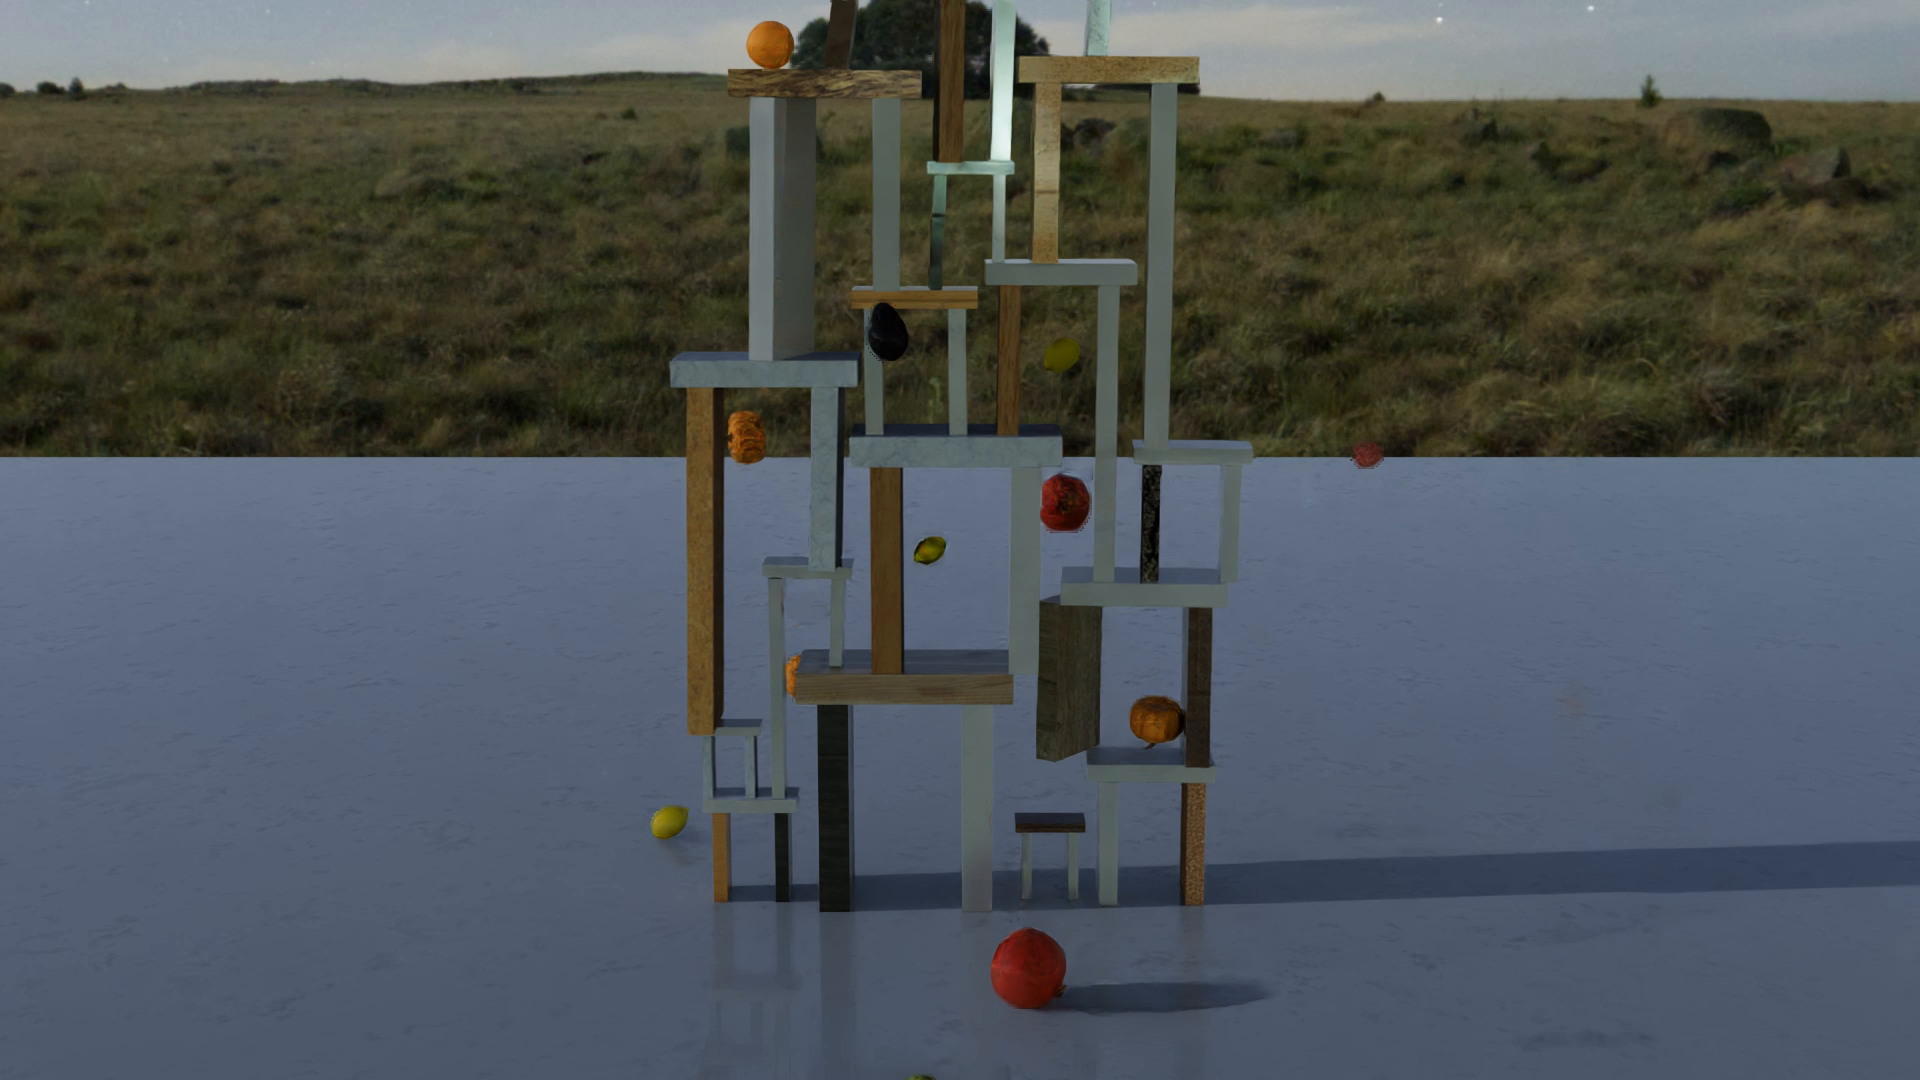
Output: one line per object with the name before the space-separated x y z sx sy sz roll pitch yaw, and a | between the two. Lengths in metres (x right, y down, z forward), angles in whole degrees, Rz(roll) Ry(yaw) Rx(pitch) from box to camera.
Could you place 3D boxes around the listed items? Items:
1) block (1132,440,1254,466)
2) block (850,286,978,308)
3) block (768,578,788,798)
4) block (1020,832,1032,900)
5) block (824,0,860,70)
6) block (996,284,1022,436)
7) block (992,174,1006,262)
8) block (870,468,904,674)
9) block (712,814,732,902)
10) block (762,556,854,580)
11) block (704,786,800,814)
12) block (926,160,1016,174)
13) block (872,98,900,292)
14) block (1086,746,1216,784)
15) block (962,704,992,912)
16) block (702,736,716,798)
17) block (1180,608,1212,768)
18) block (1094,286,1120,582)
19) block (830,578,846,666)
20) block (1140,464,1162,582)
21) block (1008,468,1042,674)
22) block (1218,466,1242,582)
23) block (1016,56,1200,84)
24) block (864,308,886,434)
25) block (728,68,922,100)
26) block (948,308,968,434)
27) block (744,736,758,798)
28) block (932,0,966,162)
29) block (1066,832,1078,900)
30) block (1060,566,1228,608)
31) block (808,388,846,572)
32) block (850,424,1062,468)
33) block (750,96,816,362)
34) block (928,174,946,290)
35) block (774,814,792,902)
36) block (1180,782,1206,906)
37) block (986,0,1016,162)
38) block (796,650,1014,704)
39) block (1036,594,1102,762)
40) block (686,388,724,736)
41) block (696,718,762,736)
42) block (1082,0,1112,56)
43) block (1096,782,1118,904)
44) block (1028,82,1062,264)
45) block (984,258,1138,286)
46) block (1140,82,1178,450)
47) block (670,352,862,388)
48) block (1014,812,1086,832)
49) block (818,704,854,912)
block | 0.372 -0.141 3.534 0.189 0.027 0.095 1 11 3
block | -0.071 -0.385 3.484 0.199 0.028 0.099 0 11 0
block | -0.298 0.237 3.608 0.020 0.367 0.072 0 11 0
block | 0.110 0.533 3.659 0.016 0.115 0.058 0 11 0
block | -0.173 -0.857 3.395 0.036 0.256 0.128 8 11 -2
block | 0.077 -0.292 3.504 0.033 0.236 0.118 1 11 0
block | 0.060 -0.508 3.464 0.019 0.136 0.068 0 11 -1
block | -0.117 0.035 3.565 0.047 0.334 0.167 0 11 0
block | -0.395 0.515 3.652 0.022 0.153 0.077 0 11 0
block | -0.246 0.045 3.573 0.144 0.020 0.072 2 11 0
block | -0.344 0.430 3.636 0.153 0.022 0.077 0 11 0
block | 0.016 -0.584 3.444 0.136 0.019 0.068 0 11 -3
block | -0.115 -0.543 3.453 0.042 0.294 0.147 0 11 -1
block | 0.313 0.371 3.626 0.209 0.030 0.104 0 11 1
block | 0.028 0.419 3.637 0.049 0.348 0.174 0 11 0
block | -0.414 0.367 3.629 0.015 0.104 0.052 0 11 0
block | 0.386 0.226 3.599 0.037 0.265 0.132 0 11 2
block | 0.235 -0.177 3.537 0.033 0.474 0.118 1 11 3
block | -0.199 0.127 3.588 0.020 0.144 0.072 2 11 0
block | 0.308 -0.036 3.558 0.027 0.189 0.095 1 11 3
block | 0.104 0.036 3.563 0.047 0.334 0.167 1 11 1
block | 0.434 -0.033 3.548 0.027 0.189 0.094 1 11 3
block | 0.227 -0.732 3.430 0.275 0.039 0.138 0 11 -1
block | -0.136 -0.273 3.505 0.028 0.199 0.099 0 11 0
block | -0.207 -0.710 3.424 0.294 0.042 0.147 0 11 -1
block | -0.003 -0.273 3.505 0.028 0.199 0.099 0 11 1
block | -0.344 0.367 3.629 0.015 0.104 0.052 0 11 0
block | -0.017 -0.784 3.387 0.036 0.394 0.128 0 12 -5
block | 0.187 0.533 3.659 0.016 0.115 0.058 0 11 0
block | 0.297 0.076 3.578 0.265 0.037 0.132 1 11 3
block | -0.214 -0.108 3.540 0.042 0.293 0.147 2 11 1
block | -0.006 -0.152 3.529 0.334 0.047 0.167 0 11 0
block | -0.278 -0.490 3.458 0.042 0.403 0.147 6 12 21
block | -0.036 -0.486 3.459 0.019 0.178 0.068 2 12 -3
block | -0.293 0.515 3.652 0.022 0.153 0.076 0 11 0
block | 0.386 0.488 3.646 0.030 0.209 0.104 0 11 1
block | 0.067 -0.781 3.419 0.031 0.375 0.108 1 11 -3
block | -0.088 0.223 3.601 0.348 0.049 0.174 0 11 0
block | 0.180 0.221 3.625 0.037 0.265 0.132 8 13 36
block | -0.412 0.025 3.565 0.042 0.562 0.147 1 11 0
block | -0.379 0.308 3.618 0.104 0.015 0.052 0 11 0
block | 0.218 -0.857 3.399 0.031 0.216 0.108 4 11 -2
block | 0.243 0.488 3.648 0.030 0.209 0.104 0 11 0
block | 0.133 -0.578 3.457 0.039 0.275 0.138 1 11 -1
block | 0.157 -0.424 3.480 0.236 0.033 0.118 0 11 -1
block | 0.315 -0.435 3.489 0.039 0.567 0.138 1 11 2
block | -0.306 -0.273 3.509 0.293 0.042 0.147 0 11 1
block | 0.149 0.469 3.647 0.115 0.016 0.058 0 11 0
block | -0.204 0.419 3.637 0.049 0.348 0.174 0 11 0
